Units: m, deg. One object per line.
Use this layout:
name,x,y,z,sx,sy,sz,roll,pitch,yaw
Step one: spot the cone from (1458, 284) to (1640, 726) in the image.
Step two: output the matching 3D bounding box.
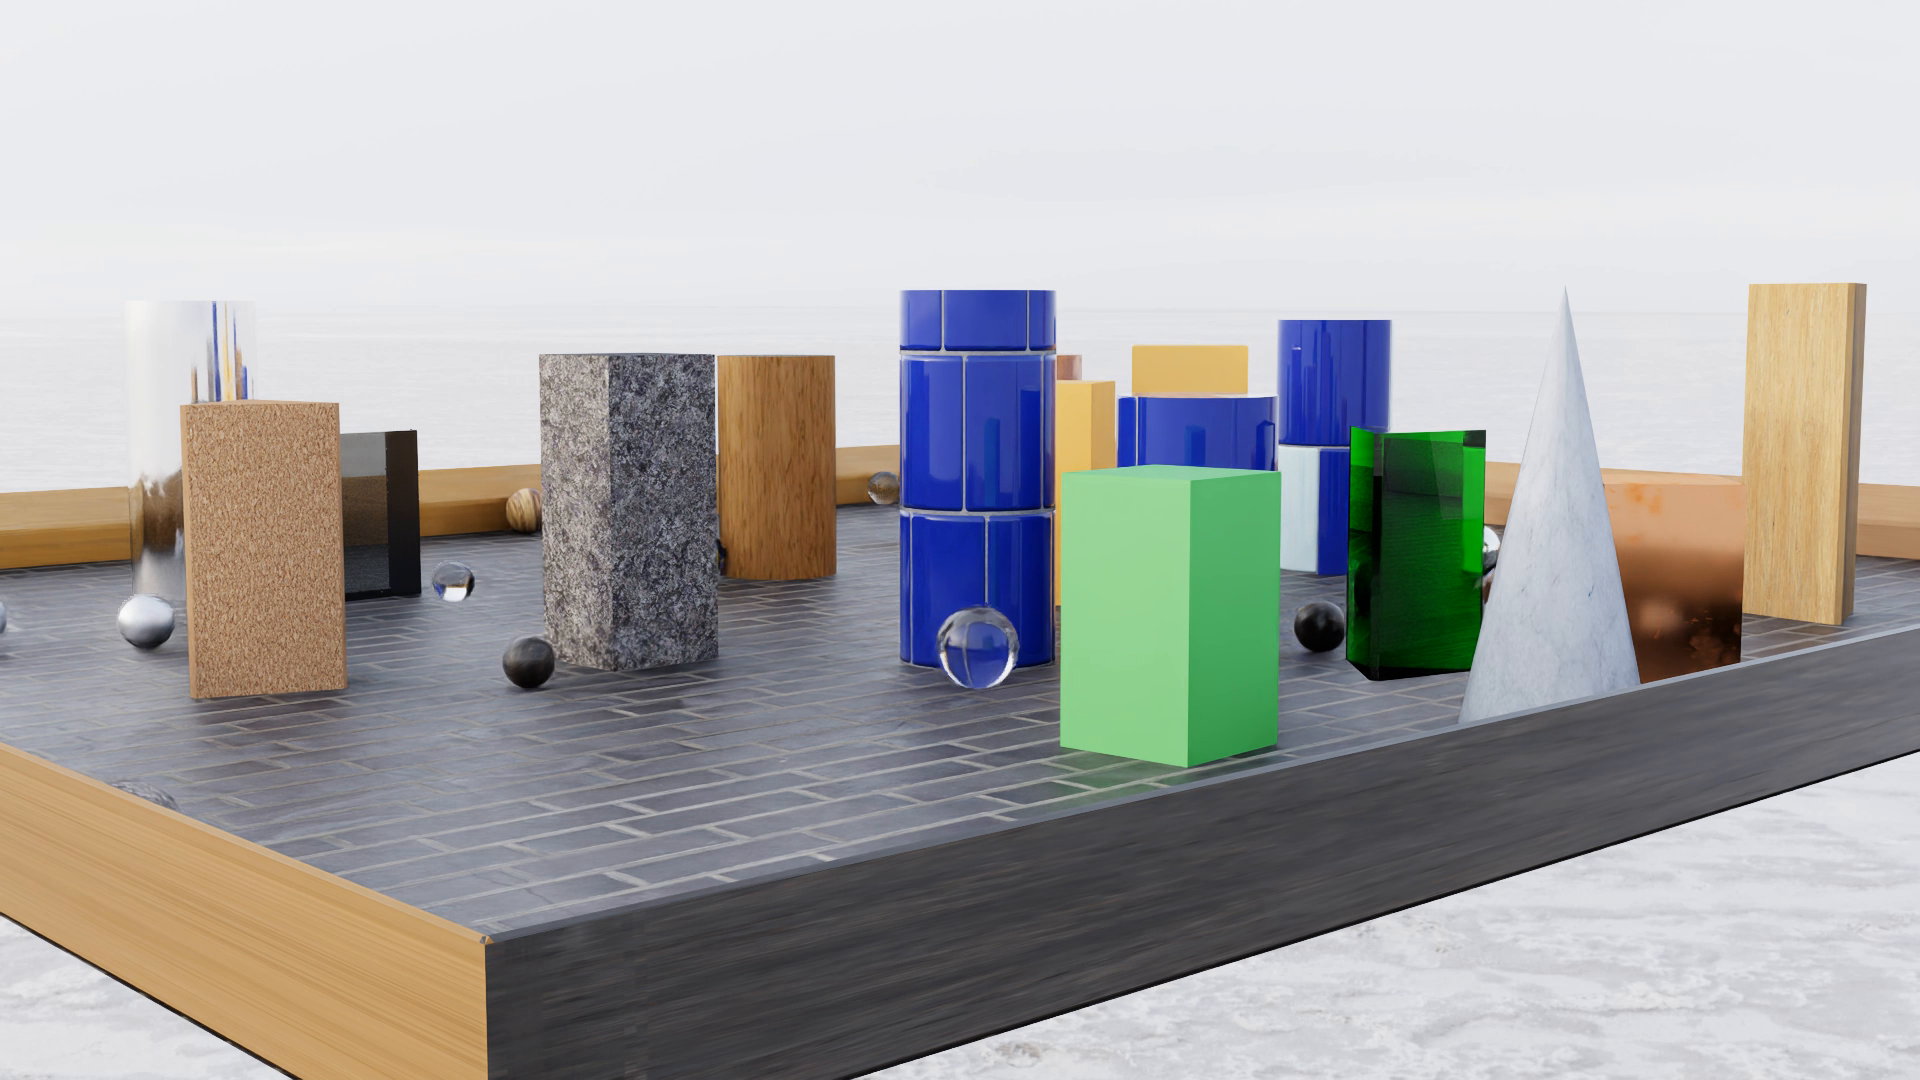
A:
cone,0.635,-0.034,2.333,0.199,0.473,0.199,0,6,0

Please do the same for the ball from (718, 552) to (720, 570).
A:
ball,-0.429,0.035,3.538,0.087,0.087,0.087,0,6,0

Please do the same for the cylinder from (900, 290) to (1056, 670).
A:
cylinder,0.023,-0.081,2.798,0.199,0.470,0.199,0,6,0

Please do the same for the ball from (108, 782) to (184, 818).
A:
ball,-0.646,0.228,1.714,0.080,0.080,0.080,0,6,0

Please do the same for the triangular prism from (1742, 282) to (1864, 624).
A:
triangular prism,1.265,-0.131,3.216,0.150,0.484,0.173,-4,7,-33

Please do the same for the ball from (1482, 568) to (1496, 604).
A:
ball,0.801,0.074,3.214,0.077,0.077,0.077,0,6,0

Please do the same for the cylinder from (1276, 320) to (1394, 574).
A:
cylinder,0.646,-0.165,3.801,0.199,0.430,0.199,0,6,0

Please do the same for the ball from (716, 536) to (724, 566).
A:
ball,-0.435,0.023,3.686,0.079,0.079,0.079,0,6,0

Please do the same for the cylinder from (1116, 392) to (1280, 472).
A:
cylinder,0.292,-0.009,2.724,0.199,0.342,0.199,0,6,0

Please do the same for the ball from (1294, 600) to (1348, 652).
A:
ball,0.471,0.113,2.874,0.069,0.069,0.069,0,6,0

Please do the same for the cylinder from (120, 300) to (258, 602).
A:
cylinder,-1.205,-0.145,3.459,0.199,0.460,0.199,0,6,0

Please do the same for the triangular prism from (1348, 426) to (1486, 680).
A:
triangular prism,0.537,0.010,2.747,0.173,0.299,0.150,-3,7,-30

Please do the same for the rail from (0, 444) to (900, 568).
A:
rail,-0.987,-0.077,4.396,3.380,0.129,0.045,-5,8,-42

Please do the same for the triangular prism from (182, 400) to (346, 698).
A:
triangular prism,-0.835,0.004,2.623,0.173,0.338,0.150,-3,6,-23

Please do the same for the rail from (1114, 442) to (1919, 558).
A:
rail,1.225,-0.083,4.456,0.045,0.129,2.960,-5,8,-42

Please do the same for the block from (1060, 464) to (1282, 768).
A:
block,0.215,0.071,2.250,0.159,0.282,0.159,5,8,41

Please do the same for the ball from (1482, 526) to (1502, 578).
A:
ball,0.858,0.019,3.672,0.091,0.091,0.091,0,6,0

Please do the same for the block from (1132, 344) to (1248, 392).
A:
block,0.325,-0.078,3.127,0.159,0.396,0.159,1,6,6

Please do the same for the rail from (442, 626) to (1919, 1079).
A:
rail,0.987,0.145,2.267,3.380,0.129,0.045,-5,8,-42

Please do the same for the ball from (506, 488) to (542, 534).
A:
ball,-0.868,-0.059,4.421,0.090,0.090,0.090,0,6,0

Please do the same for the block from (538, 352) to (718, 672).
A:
block,-0.424,-0.042,2.814,0.159,0.390,0.159,-5,8,-42

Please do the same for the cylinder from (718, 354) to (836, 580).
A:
cylinder,-0.310,-0.128,3.735,0.199,0.370,0.199,0,6,0

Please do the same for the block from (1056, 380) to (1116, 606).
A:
block,0.144,-0.077,3.406,0.159,0.336,0.159,2,6,17

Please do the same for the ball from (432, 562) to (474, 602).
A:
ball,-0.776,0.064,3.370,0.063,0.063,0.063,0,6,0

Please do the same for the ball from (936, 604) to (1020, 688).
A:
ball,0.021,0.126,2.598,0.100,0.100,0.100,0,6,0

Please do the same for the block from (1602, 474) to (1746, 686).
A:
block,0.831,0.050,2.621,0.159,0.246,0.159,1,6,6

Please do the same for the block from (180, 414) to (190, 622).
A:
block,-1.031,-0.031,3.166,0.159,0.295,0.159,-2,6,-21

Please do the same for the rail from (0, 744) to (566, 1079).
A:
rail,-1.225,0.151,2.208,0.045,0.129,2.960,-5,8,-42

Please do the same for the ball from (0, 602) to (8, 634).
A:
ball,-1.314,0.105,2.948,0.069,0.069,0.069,0,6,0

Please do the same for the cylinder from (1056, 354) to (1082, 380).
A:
cylinder,0.108,-0.132,3.763,0.199,0.371,0.199,0,6,0

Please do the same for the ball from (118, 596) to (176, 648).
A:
ball,-1.077,0.108,2.913,0.070,0.070,0.070,0,6,0

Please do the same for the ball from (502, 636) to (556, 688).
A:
ball,-0.511,0.145,2.604,0.062,0.062,0.062,0,6,0

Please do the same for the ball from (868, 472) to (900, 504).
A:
ball,-0.174,-0.120,5.073,0.077,0.077,0.077,0,6,0

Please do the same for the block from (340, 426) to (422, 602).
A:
block,-0.965,-0.044,3.462,0.159,0.259,0.159,5,8,42
